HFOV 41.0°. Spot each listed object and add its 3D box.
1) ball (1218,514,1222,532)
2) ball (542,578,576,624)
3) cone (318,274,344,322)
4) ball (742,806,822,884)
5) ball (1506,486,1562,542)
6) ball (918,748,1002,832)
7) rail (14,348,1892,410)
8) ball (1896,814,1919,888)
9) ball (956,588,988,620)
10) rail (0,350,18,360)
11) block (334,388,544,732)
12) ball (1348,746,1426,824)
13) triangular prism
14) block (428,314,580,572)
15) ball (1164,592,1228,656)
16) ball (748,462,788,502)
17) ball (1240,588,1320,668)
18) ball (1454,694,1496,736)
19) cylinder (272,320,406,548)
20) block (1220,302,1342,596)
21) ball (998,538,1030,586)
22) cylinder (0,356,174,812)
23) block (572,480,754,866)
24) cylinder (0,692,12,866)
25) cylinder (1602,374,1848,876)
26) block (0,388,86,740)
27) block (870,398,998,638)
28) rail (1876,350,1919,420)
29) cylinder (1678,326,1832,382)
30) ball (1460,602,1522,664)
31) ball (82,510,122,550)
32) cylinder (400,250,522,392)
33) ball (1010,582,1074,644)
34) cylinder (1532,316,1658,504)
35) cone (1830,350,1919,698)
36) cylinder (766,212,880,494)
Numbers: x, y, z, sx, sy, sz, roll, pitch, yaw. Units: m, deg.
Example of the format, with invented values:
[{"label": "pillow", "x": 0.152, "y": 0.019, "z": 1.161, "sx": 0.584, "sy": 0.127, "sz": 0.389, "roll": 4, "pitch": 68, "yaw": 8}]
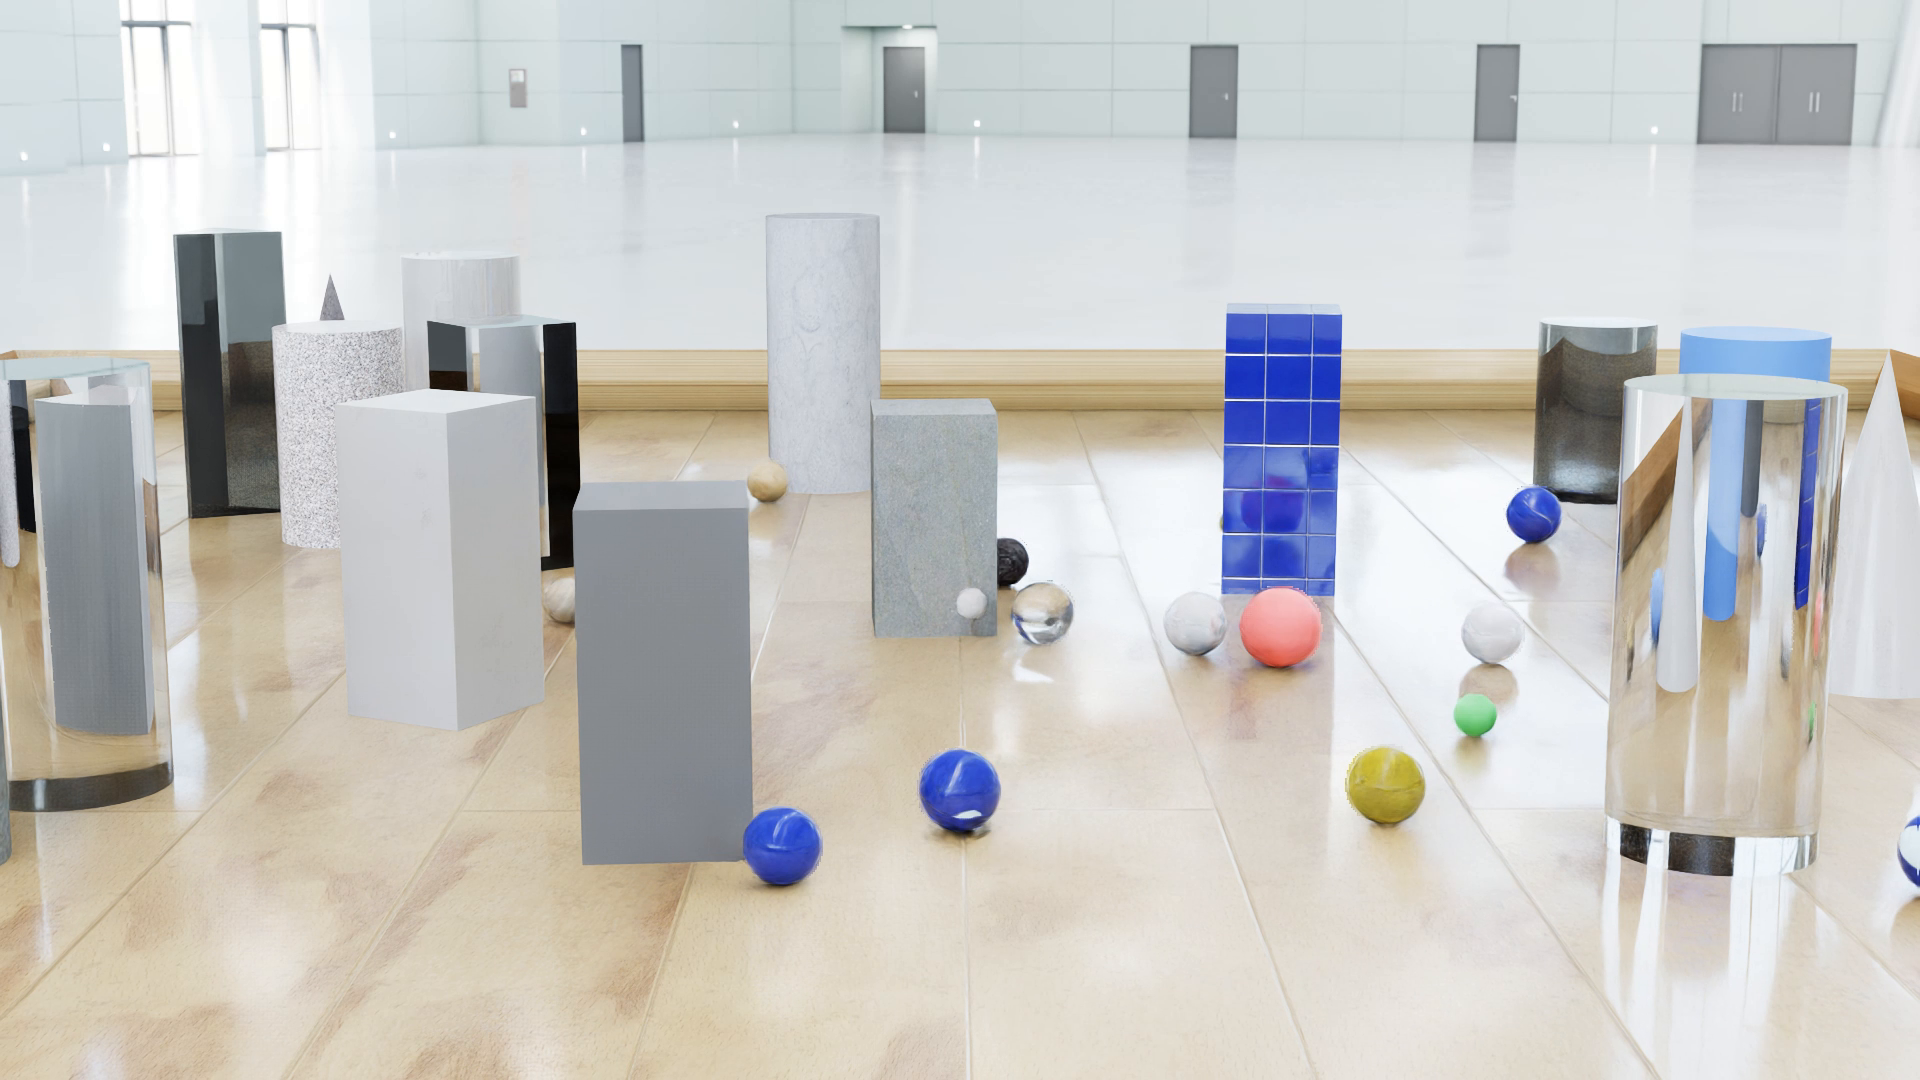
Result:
[{"label": "ball", "x": 0.426, "y": -0.027, "z": 4.007, "sx": 0.044, "sy": 0.044, "sz": 0.044, "roll": 0, "pitch": 10, "yaw": 0}, {"label": "ball", "x": -0.522, "y": 0.080, "z": 3.387, "sx": 0.060, "sy": 0.060, "sz": 0.060, "roll": 0, "pitch": 10, "yaw": 0}, {"label": "cone", "x": -1.092, "y": -0.282, "z": 4.482, "sx": 0.197, "sy": 0.373, "sz": 0.197, "roll": 0, "pitch": 10, "yaw": 0}, {"label": "ball", "x": -0.160, "y": 0.275, "z": 2.308, "sx": 0.071, "sy": 0.071, "sz": 0.071, "roll": 0, "pitch": 10, "yaw": 0}, {"label": "ball", "x": 0.886, "y": -0.039, "z": 3.958, "sx": 0.086, "sy": 0.086, "sz": 0.086, "roll": 0, "pitch": 10, "yaw": 0}, {"label": "ball", "x": 0.000, "y": 0.241, "z": 2.467, "sx": 0.079, "sy": 0.079, "sz": 0.079, "roll": 0, "pitch": 10, "yaw": 0}, {"label": "rail", "x": -0.012, "y": -0.339, "z": 5.455, "sx": 4.001, "sy": 0.128, "sz": 0.045, "roll": 0, "pitch": 10, "yaw": 0}, {"label": "ball", "x": 0.872, "y": 0.277, "z": 2.276, "sx": 0.077, "sy": 0.077, "sz": 0.077, "roll": 0, "pitch": 10, "yaw": 0}, {"label": "ball", "x": 0.015, "y": 0.081, "z": 3.280, "sx": 0.040, "sy": 0.040, "sz": 0.040, "roll": 0, "pitch": 10, "yaw": 0}, {"label": "rail", "x": -1.977, "y": 0.035, "z": 3.438, "sx": 0.045, "sy": 0.128, "sz": 4.128, "roll": 0, "pitch": 10, "yaw": 0}, {"label": "block", "x": -0.588, "y": 0.018, "z": 2.911, "sx": 0.157, "sy": 0.355, "sz": 0.157, "roll": 6, "pitch": 12, "yaw": 28}, {"label": "ball", "x": 0.414, "y": 0.238, "z": 2.490, "sx": 0.075, "sy": 0.075, "sz": 0.075, "roll": 0, "pitch": 10, "yaw": 0}, {"label": "triangular prism", "x": -1.208, "y": -0.280, "z": 4.231, "sx": 0.170, "sy": 0.460, "sz": 0.148, "roll": -5, "pitch": 12, "yaw": -25}, {"label": "block", "x": -0.666, "y": -0.141, "z": 3.759, "sx": 0.157, "sy": 0.359, "sz": 0.157, "roll": -8, "pitch": 13, "yaw": -38}, {"label": "ball", "x": 0.294, "y": 0.104, "z": 3.203, "sx": 0.080, "sy": 0.080, "sz": 0.080, "roll": 0, "pitch": 10, "yaw": 0}, {"label": "ball", "x": -0.323, "y": -0.097, "z": 4.317, "sx": 0.070, "sy": 0.070, "sz": 0.070, "roll": 0, "pitch": 10, "yaw": 0}, {"label": "ball", "x": 0.391, "y": 0.107, "z": 3.137, "sx": 0.098, "sy": 0.098, "sz": 0.098, "roll": 0, "pitch": 10, "yaw": 0}, {"label": "ball", "x": 0.566, "y": 0.192, "z": 2.819, "sx": 0.047, "sy": 0.047, "sz": 0.047, "roll": 0, "pitch": 10, "yaw": 0}, {"label": "cylinder", "x": -0.958, "y": -0.167, "z": 3.980, "sx": 0.197, "sy": 0.329, "sz": 0.197, "roll": 0, "pitch": 10, "yaw": 0}, {"label": "block", "x": 0.451, "y": -0.130, "z": 3.612, "sx": 0.157, "sy": 0.391, "sz": 0.157, "roll": 1, "pitch": 11, "yaw": 6}, {"label": "ball", "x": 0.063, "y": 0.031, "z": 3.628, "sx": 0.069, "sy": 0.069, "sz": 0.069, "roll": 0, "pitch": 10, "yaw": 0}, {"label": "cylinder", "x": -0.908, "y": 0.040, "z": 2.591, "sx": 0.197, "sy": 0.429, "sz": 0.197, "roll": 0, "pitch": 10, "yaw": 0}, {"label": "block", "x": -0.276, "y": 0.121, "z": 2.418, "sx": 0.157, "sy": 0.332, "sz": 0.157, "roll": -1, "pitch": 11, "yaw": -5}, {"label": "cylinder", "x": -0.981, "y": 0.116, "z": 2.339, "sx": 0.197, "sy": 0.370, "sz": 0.197, "roll": 0, "pitch": 10, "yaw": 0}, {"label": "cylinder", "x": 0.709, "y": 0.074, "z": 2.388, "sx": 0.197, "sy": 0.436, "sz": 0.197, "roll": 0, "pitch": 10, "yaw": 0}, {"label": "block", "x": -1.100, "y": 0.023, "z": 2.859, "sx": 0.157, "sy": 0.365, "sz": 0.157, "roll": 3, "pitch": 11, "yaw": 14}, {"label": "block", "x": -0.036, "y": -0.031, "z": 3.357, "sx": 0.157, "sy": 0.289, "sz": 0.157, "roll": -1, "pitch": 11, "yaw": -3}, {"label": "rail", "x": 1.977, "y": 0.031, "z": 3.460, "sx": 0.045, "sy": 0.128, "sz": 4.128, "roll": 0, "pitch": 10, "yaw": 0}, {"label": "cylinder", "x": 1.081, "y": -0.100, "z": 3.518, "sx": 0.197, "sy": 0.367, "sz": 0.197, "roll": 0, "pitch": 10, "yaw": 0}, {"label": "ball", "x": 0.655, "y": 0.115, "z": 3.159, "sx": 0.075, "sy": 0.075, "sz": 0.075, "roll": 0, "pitch": 10, "yaw": 0}, {"label": "ball", "x": -1.304, "y": -0.015, "z": 3.899, "sx": 0.060, "sy": 0.060, "sz": 0.060, "roll": 0, "pitch": 10, "yaw": 0}, {"label": "cylinder", "x": -0.832, "y": -0.271, "z": 4.312, "sx": 0.197, "sy": 0.414, "sz": 0.197, "roll": 0, "pitch": 10, "yaw": 0}, {"label": "ball", "x": 0.105, "y": 0.093, "z": 3.263, "sx": 0.080, "sy": 0.080, "sz": 0.080, "roll": 0, "pitch": 10, "yaw": 0}, {"label": "cylinder", "x": 1.082, "y": -0.223, "z": 4.373, "sx": 0.197, "sy": 0.297, "sz": 0.197, "roll": 0, "pitch": 10, "yaw": 0}, {"label": "cone", "x": 1.090, "y": -0.029, "z": 3.046, "sx": 0.197, "sy": 0.398, "sz": 0.197, "roll": 0, "pitch": 10, "yaw": 0}, {"label": "cylinder", "x": -0.237, "y": -0.328, "z": 4.466, "sx": 0.197, "sy": 0.469, "sz": 0.197, "roll": 0, "pitch": 10, "yaw": 0}]
